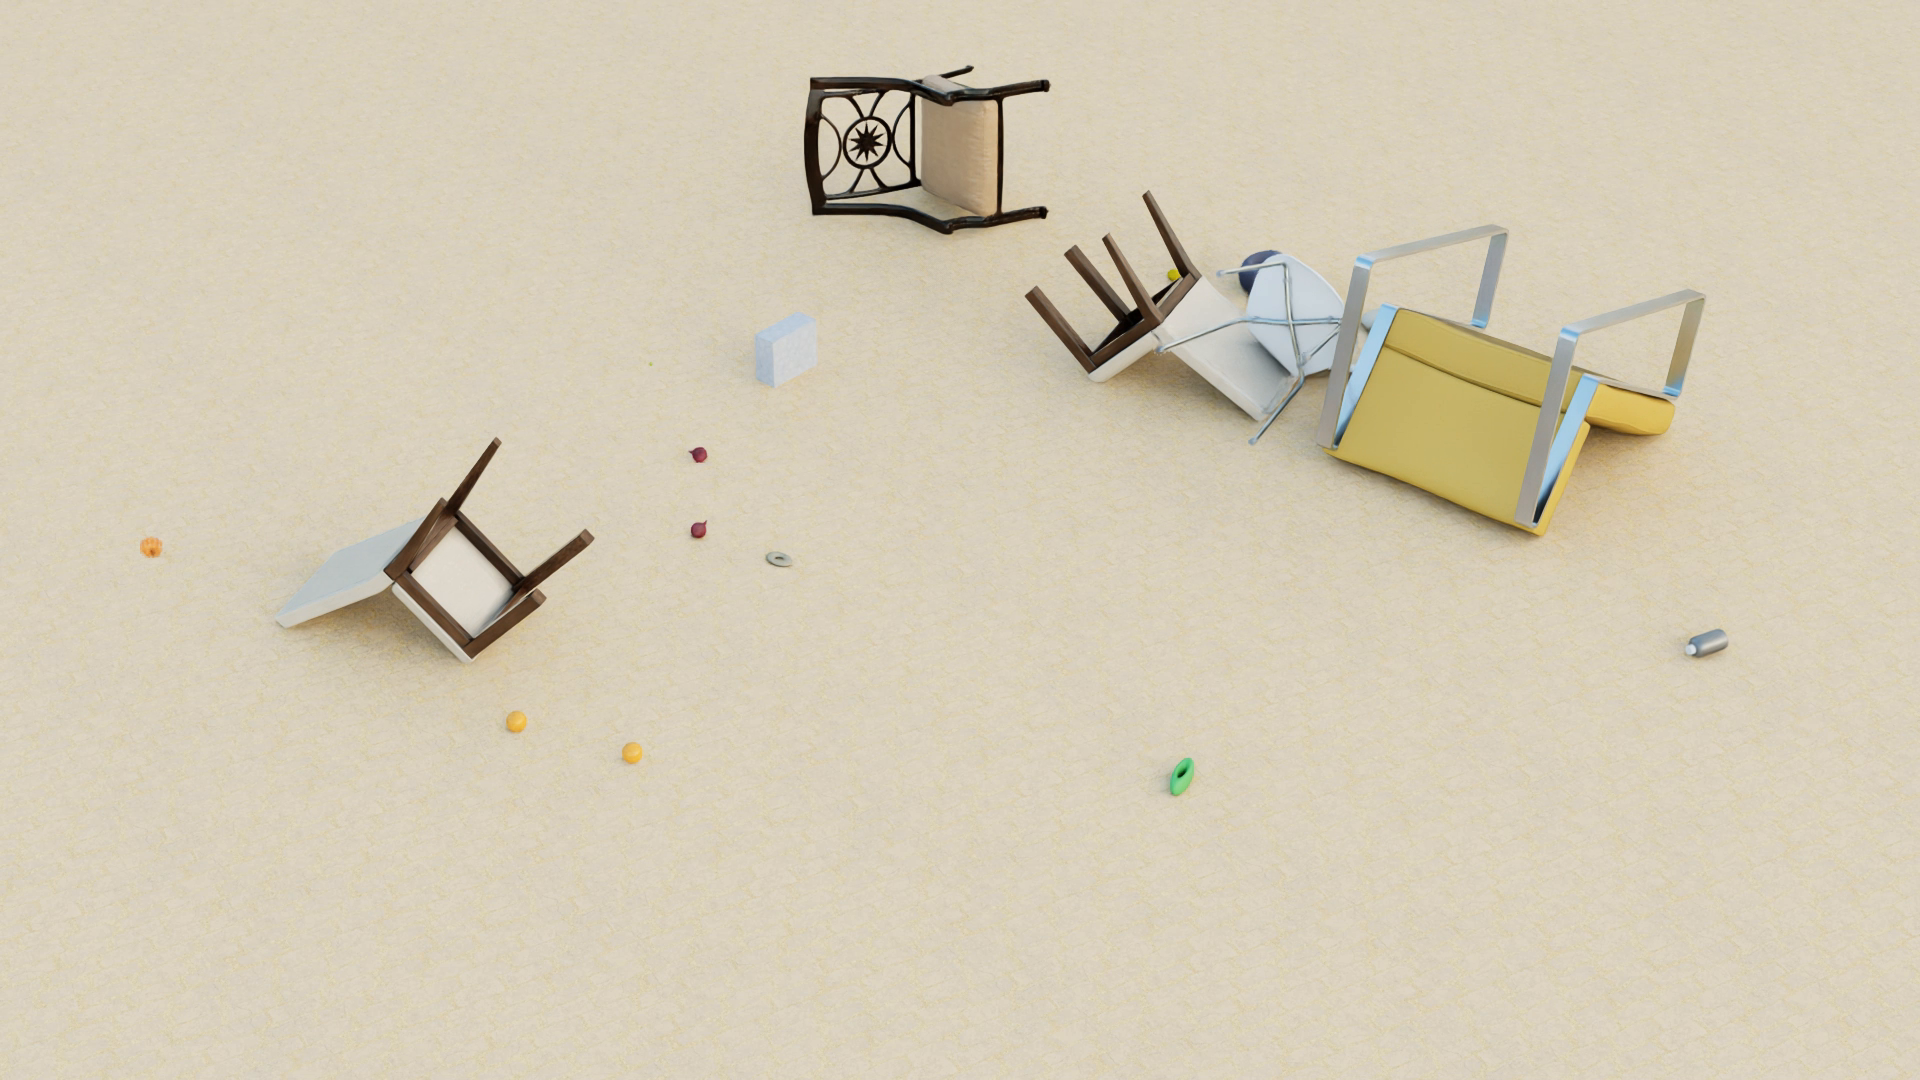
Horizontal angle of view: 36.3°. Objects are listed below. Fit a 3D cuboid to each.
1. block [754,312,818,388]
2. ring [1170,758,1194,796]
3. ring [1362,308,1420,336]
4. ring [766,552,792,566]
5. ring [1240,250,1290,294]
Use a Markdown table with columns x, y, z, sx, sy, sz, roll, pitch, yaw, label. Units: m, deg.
| x | y | z | sx | sy | sz | roll | pitch | yaw | label |
| --- | --- | --- | --- | --- | --- | --- | --- | --- | --- |
| -0.706 | -0.775 | 11.929 | 0.102 | 0.211 | 0.255 | 25 | 41 | 33 | block |
| 0.736 | 0.782 | 9.707 | 0.062 | 0.057 | 0.180 | 10 | 34 | 19 | ring |
| 1.805 | -0.916 | 12.289 | 0.244 | 0.051 | 0.200 | 3 | 33 | 6 | ring |
| -0.667 | 0.070 | 10.821 | 0.110 | 0.018 | 0.072 | 23 | 40 | 30 | ring |
| 1.308 | -1.147 | 12.570 | 0.192 | 0.129 | 0.261 | 25 | 40 | 37 | ring |
